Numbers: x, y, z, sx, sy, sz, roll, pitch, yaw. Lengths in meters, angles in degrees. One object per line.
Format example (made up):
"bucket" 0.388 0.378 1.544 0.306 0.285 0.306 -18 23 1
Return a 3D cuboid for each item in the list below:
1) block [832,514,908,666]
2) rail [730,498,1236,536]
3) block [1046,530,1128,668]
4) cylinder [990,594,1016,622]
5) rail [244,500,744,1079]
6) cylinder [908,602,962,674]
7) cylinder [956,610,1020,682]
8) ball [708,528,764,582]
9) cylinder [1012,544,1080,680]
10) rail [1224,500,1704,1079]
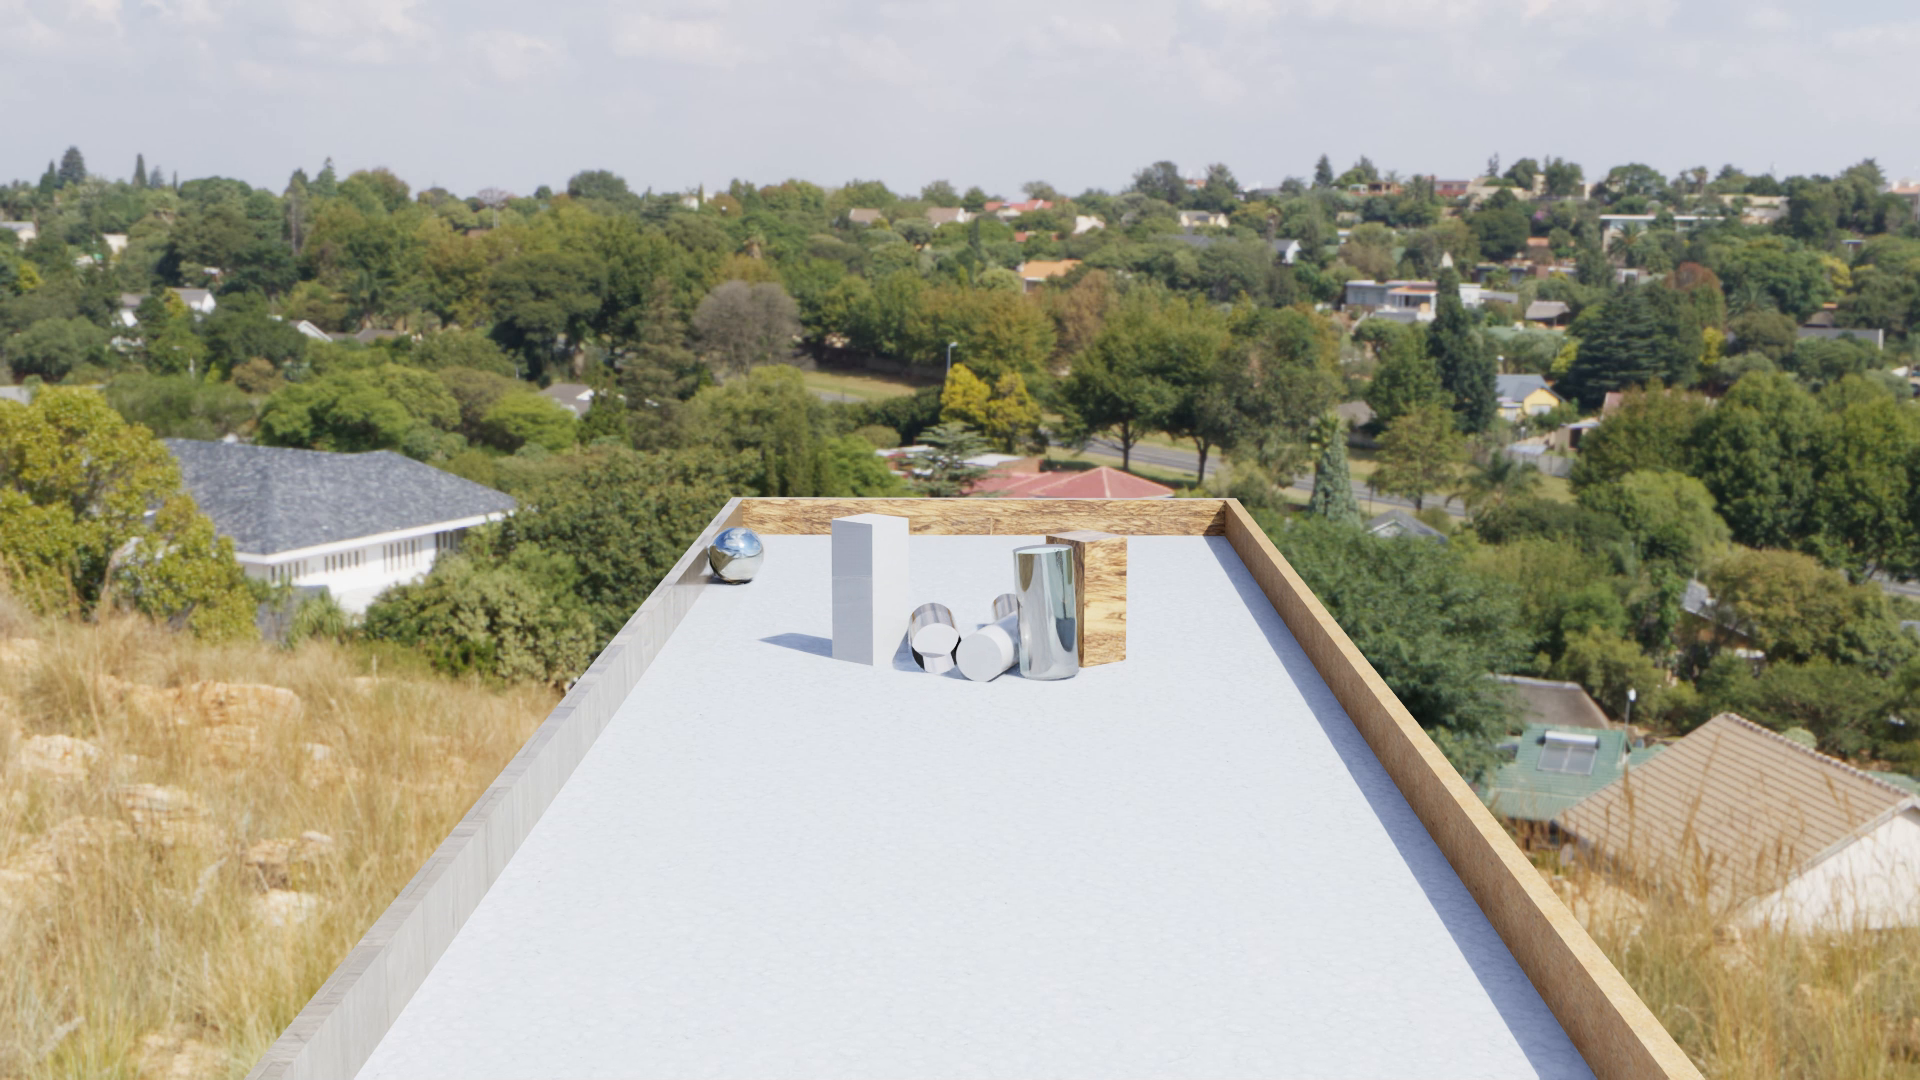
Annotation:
"block" -0.273 0.148 6.698 0.165 0.431 0.165 7 12 38
"rail" 0.099 -0.098 9.147 2.100 0.150 0.050 0 9 1
"block" 0.382 0.176 6.680 0.174 0.382 0.174 -7 12 -39
"cylinder" 0.162 0.262 6.984 0.116 0.116 0.401 0 9 -1
"rail" -1.004 0.839 3.234 0.050 0.150 12.000 0 9 1
"cylinder" -0.076 0.295 6.668 0.152 0.152 0.328 -1 10 -4
"cylinder" 0.124 0.313 6.576 0.143 0.143 0.395 3 10 20
"ball" -0.815 0.055 8.014 0.202 0.202 0.202 0 9 0
"cylinder" 0.253 0.209 6.467 0.175 0.372 0.175 -4 8 1
"rail" 1.046 0.843 3.208 0.050 0.150 12.000 0 9 1
